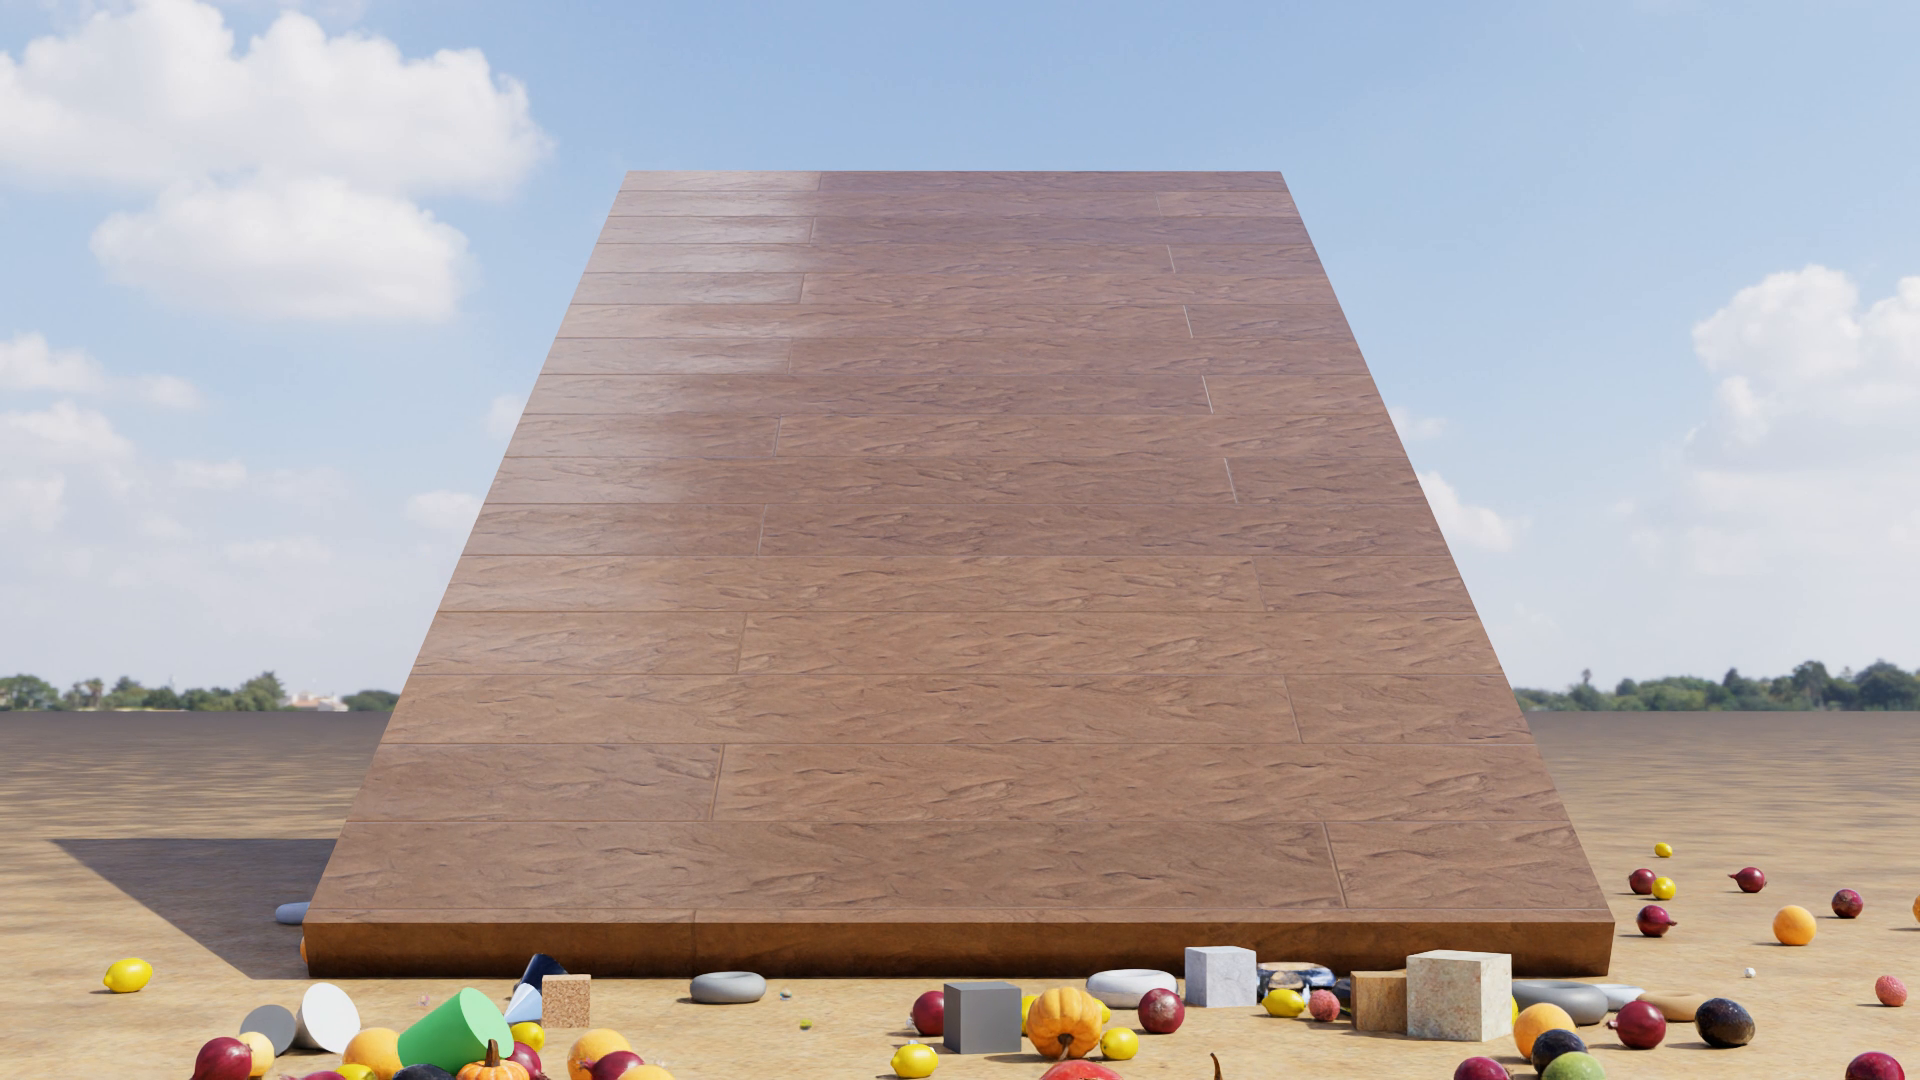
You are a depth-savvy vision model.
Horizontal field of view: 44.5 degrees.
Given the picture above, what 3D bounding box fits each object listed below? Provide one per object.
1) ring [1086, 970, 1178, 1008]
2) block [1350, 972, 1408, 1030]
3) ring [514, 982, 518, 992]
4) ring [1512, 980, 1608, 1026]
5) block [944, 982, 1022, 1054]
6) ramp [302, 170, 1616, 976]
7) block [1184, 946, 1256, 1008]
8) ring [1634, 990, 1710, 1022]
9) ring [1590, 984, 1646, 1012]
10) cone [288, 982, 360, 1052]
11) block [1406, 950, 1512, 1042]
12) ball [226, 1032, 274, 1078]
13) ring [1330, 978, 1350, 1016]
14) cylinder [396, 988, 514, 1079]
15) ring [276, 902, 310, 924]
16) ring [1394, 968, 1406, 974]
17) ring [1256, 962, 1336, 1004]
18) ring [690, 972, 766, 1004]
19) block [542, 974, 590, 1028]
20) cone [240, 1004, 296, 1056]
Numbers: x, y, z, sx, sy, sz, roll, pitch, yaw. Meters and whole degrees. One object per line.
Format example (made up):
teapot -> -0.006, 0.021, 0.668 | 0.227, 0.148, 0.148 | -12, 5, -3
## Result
ring -> 0.240, 0.627, 3.279 | 0.131, 0.044, 0.131 | -1, -4, 0
block -> 0.546, 0.599, 3.051 | 0.068, 0.068, 0.068 | 0, -4, 3
ring -> -0.599, 0.641, 3.342 | 0.075, 0.025, 0.075 | 1, -5, 0
ring -> 0.785, 0.614, 3.112 | 0.145, 0.048, 0.145 | 1, -4, 0
block -> 0.027, 0.581, 2.856 | 0.076, 0.076, 0.076 | 1, -4, -16
ramp -> -0.009, -0.229, 5.401 | 2.000, 0.100, 4.000 | 0, 25, 0
block -> 0.365, 0.612, 3.291 | 0.075, 0.075, 0.075 | 1, -4, -18
ring -> 0.951, 0.623, 3.135 | 0.098, 0.033, 0.098 | -1, -4, 0
ring -> 0.900, 0.630, 3.232 | 0.094, 0.031, 0.094 | 1, -5, 0
cone -> -0.795, 0.599, 2.854 | 0.090, 0.090, 0.090 | -31, -17, 23
block -> 0.635, 0.578, 2.983 | 0.099, 0.099, 0.099 | -3, -5, 35
ball -> -0.795, 0.578, 2.630 | 0.051, 0.051, 0.051 | 0, -4, 0
ring -> 0.572, 0.618, 3.166 | 0.143, 0.048, 0.143 | 1, -4, 0
cylinder -> -0.532, 0.533, 2.477 | 0.086, 0.086, 0.086 | -36, -11, 8
ring -> -1.258, 0.717, 4.510 | 0.111, 0.037, 0.111 | -1, -4, 0
ring -> 0.657, 0.630, 3.306 | 0.130, 0.043, 0.130 | 0, -5, 0
ring -> 0.463, 0.629, 3.332 | 0.143, 0.048, 0.143 | -1, -3, 0
ring -> -0.328, 0.634, 3.322 | 0.109, 0.036, 0.109 | -1, -3, 0
block -> -0.515, 0.604, 3.071 | 0.061, 0.061, 0.061 | 1, -4, -8
cone -> -0.824, 0.602, 2.821 | 0.067, 0.067, 0.067 | 0, -31, 0
